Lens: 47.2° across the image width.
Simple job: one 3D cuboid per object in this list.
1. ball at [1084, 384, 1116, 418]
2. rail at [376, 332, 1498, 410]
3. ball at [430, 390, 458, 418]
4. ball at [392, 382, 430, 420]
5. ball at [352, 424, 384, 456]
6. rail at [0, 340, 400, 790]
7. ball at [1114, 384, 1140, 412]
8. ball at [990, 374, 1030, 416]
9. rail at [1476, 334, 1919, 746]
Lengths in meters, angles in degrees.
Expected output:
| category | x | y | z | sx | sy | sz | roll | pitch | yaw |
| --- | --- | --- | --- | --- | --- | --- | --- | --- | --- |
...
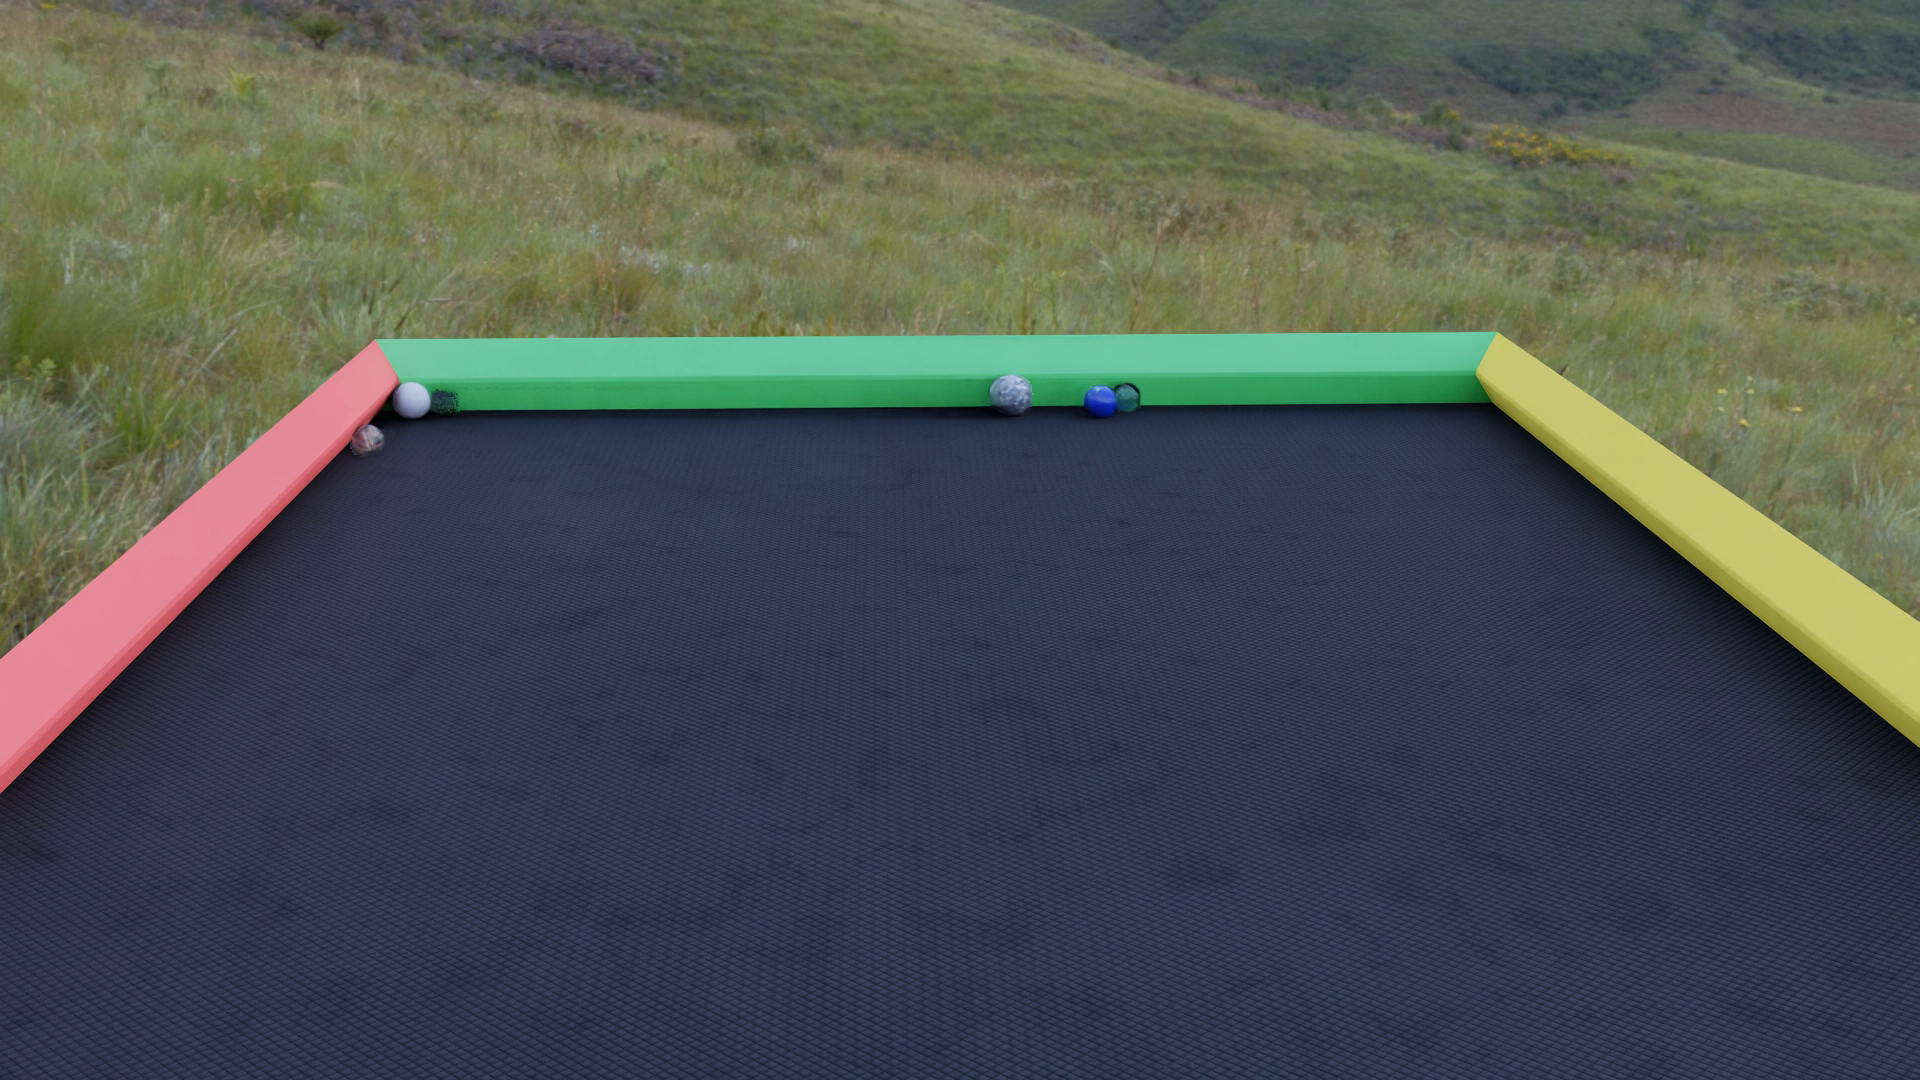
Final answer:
| category | x | y | z | sx | sy | sz | roll | pitch | yaw |
| --- | --- | --- | --- | --- | --- | --- | --- | --- | --- |
| ball | 0.226 | -0.224 | 3.555 | 0.053 | 0.053 | 0.053 | 0 | 16 | 0 |
| rail | -0.030 | -0.272 | 3.601 | 1.845 | 0.117 | 0.045 | -1 | 16 | -2 |
| ball | -0.834 | -0.220 | 3.558 | 0.044 | 0.044 | 0.044 | 0 | 16 | 0 |
| ball | -0.883 | -0.224 | 3.541 | 0.061 | 0.061 | 0.061 | 0 | 16 | 0 |
| ball | -0.890 | -0.150 | 3.306 | 0.048 | 0.048 | 0.048 | 0 | 16 | 0 |
| rail | -0.867 | 0.224 | 1.876 | 0.045 | 0.117 | 3.576 | -1 | 16 | -2 |
| ball | 0.271 | -0.233 | 3.594 | 0.048 | 0.048 | 0.048 | 0 | 16 | 0 |
| ball | 0.081 | -0.235 | 3.565 | 0.068 | 0.068 | 0.068 | 0 | 16 | 0 |
| rail | 0.929 | 0.206 | 1.936 | 0.045 | 0.117 | 3.576 | -1 | 16 | -2 |
